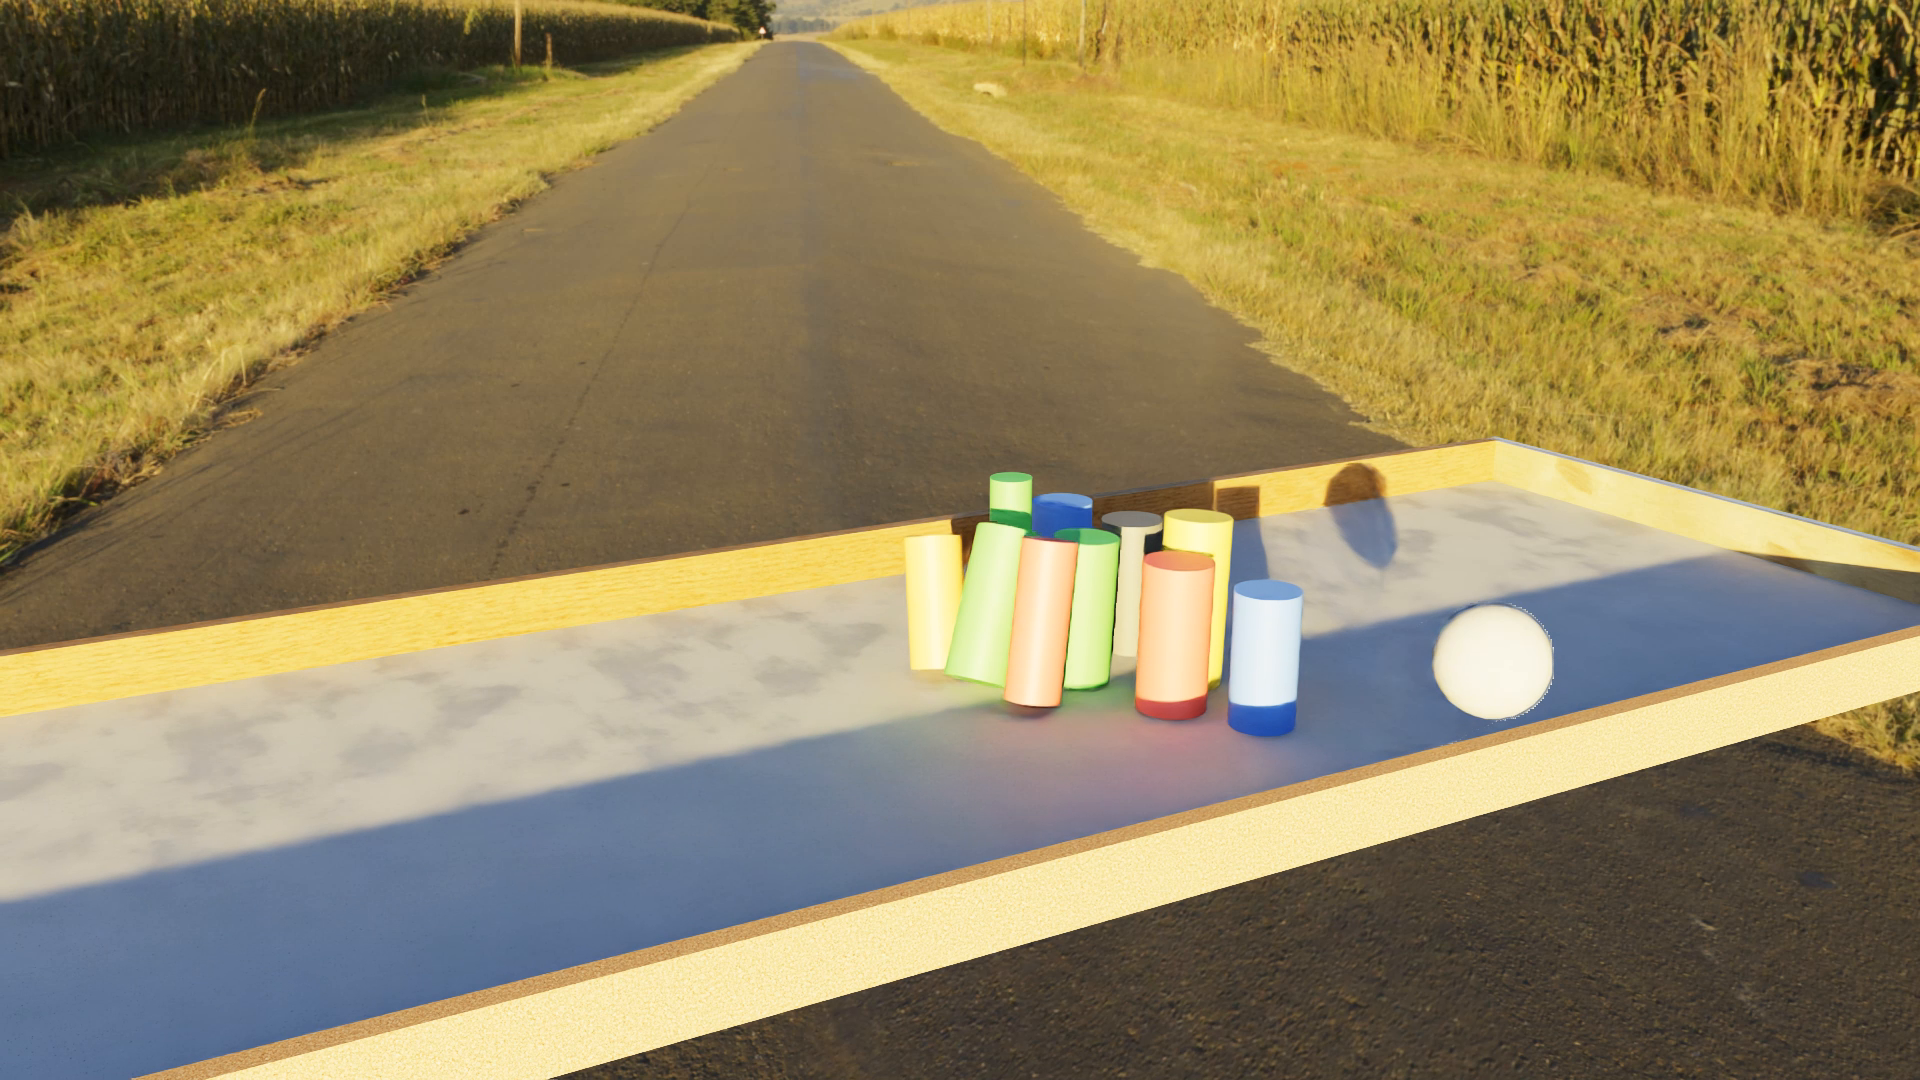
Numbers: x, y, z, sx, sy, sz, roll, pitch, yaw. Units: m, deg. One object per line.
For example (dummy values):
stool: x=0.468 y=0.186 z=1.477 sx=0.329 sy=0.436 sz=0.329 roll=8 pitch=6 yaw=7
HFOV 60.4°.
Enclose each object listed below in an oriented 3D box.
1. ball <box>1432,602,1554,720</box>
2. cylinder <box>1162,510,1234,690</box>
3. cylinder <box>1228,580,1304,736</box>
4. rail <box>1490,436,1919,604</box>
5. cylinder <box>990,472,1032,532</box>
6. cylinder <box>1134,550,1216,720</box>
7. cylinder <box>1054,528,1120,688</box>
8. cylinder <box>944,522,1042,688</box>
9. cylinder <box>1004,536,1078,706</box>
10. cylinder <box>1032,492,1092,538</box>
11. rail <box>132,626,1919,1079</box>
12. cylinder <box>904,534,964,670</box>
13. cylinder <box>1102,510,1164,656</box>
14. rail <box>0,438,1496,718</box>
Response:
ball: x=1.083 y=0.246 z=3.358 sx=0.236 sy=0.236 sz=0.236 roll=0 pitch=16 yaw=0
cylinder: x=0.577 y=0.147 z=4.086 sx=0.167 sy=0.421 sz=0.167 roll=2 pitch=12 yaw=0
cylinder: x=0.709 y=0.273 z=3.839 sx=0.158 sy=0.330 sz=0.158 roll=0 pitch=16 yaw=0
rail: x=2.466 y=-0.048 z=5.253 sx=0.050 sy=0.150 sz=2.100 roll=-9 pitch=18 yaw=-27
cylinder: x=0.133 y=0.055 z=4.360 sx=0.111 sy=0.455 sz=0.111 roll=0 pitch=16 yaw=0
cylinder: x=0.512 y=0.226 z=3.931 sx=0.172 sy=0.366 sz=0.172 roll=1 pitch=16 yaw=0
cylinder: x=0.303 y=0.169 z=4.110 sx=0.163 sy=0.369 sz=0.163 roll=3 pitch=15 yaw=-1
cylinder: x=0.082 y=0.163 z=4.067 sx=0.165 sy=0.380 sz=0.165 roll=13 pitch=-8 yaw=2
cylinder: x=0.195 y=0.194 z=3.963 sx=0.137 sy=0.391 sz=0.137 roll=6 pitch=4 yaw=0
cylinder: x=0.283 y=0.050 z=4.598 sx=0.167 sy=0.331 sz=0.167 roll=0 pitch=16 yaw=0
rail: x=-2.336 y=1.006 z=1.665 sx=12.000 sy=0.150 sz=0.050 roll=-9 pitch=18 yaw=-27
cylinder: x=-0.061 y=0.157 z=4.180 sx=0.147 sy=0.333 sz=0.147 roll=-3 pitch=-1 yaw=0
cylinder: x=0.450 y=0.113 z=4.348 sx=0.163 sy=0.350 sz=0.163 roll=0 pitch=16 yaw=0
rail: x=-3.305 y=0.497 z=3.399 sx=12.000 sy=0.150 sz=0.050 roll=-9 pitch=18 yaw=-27
